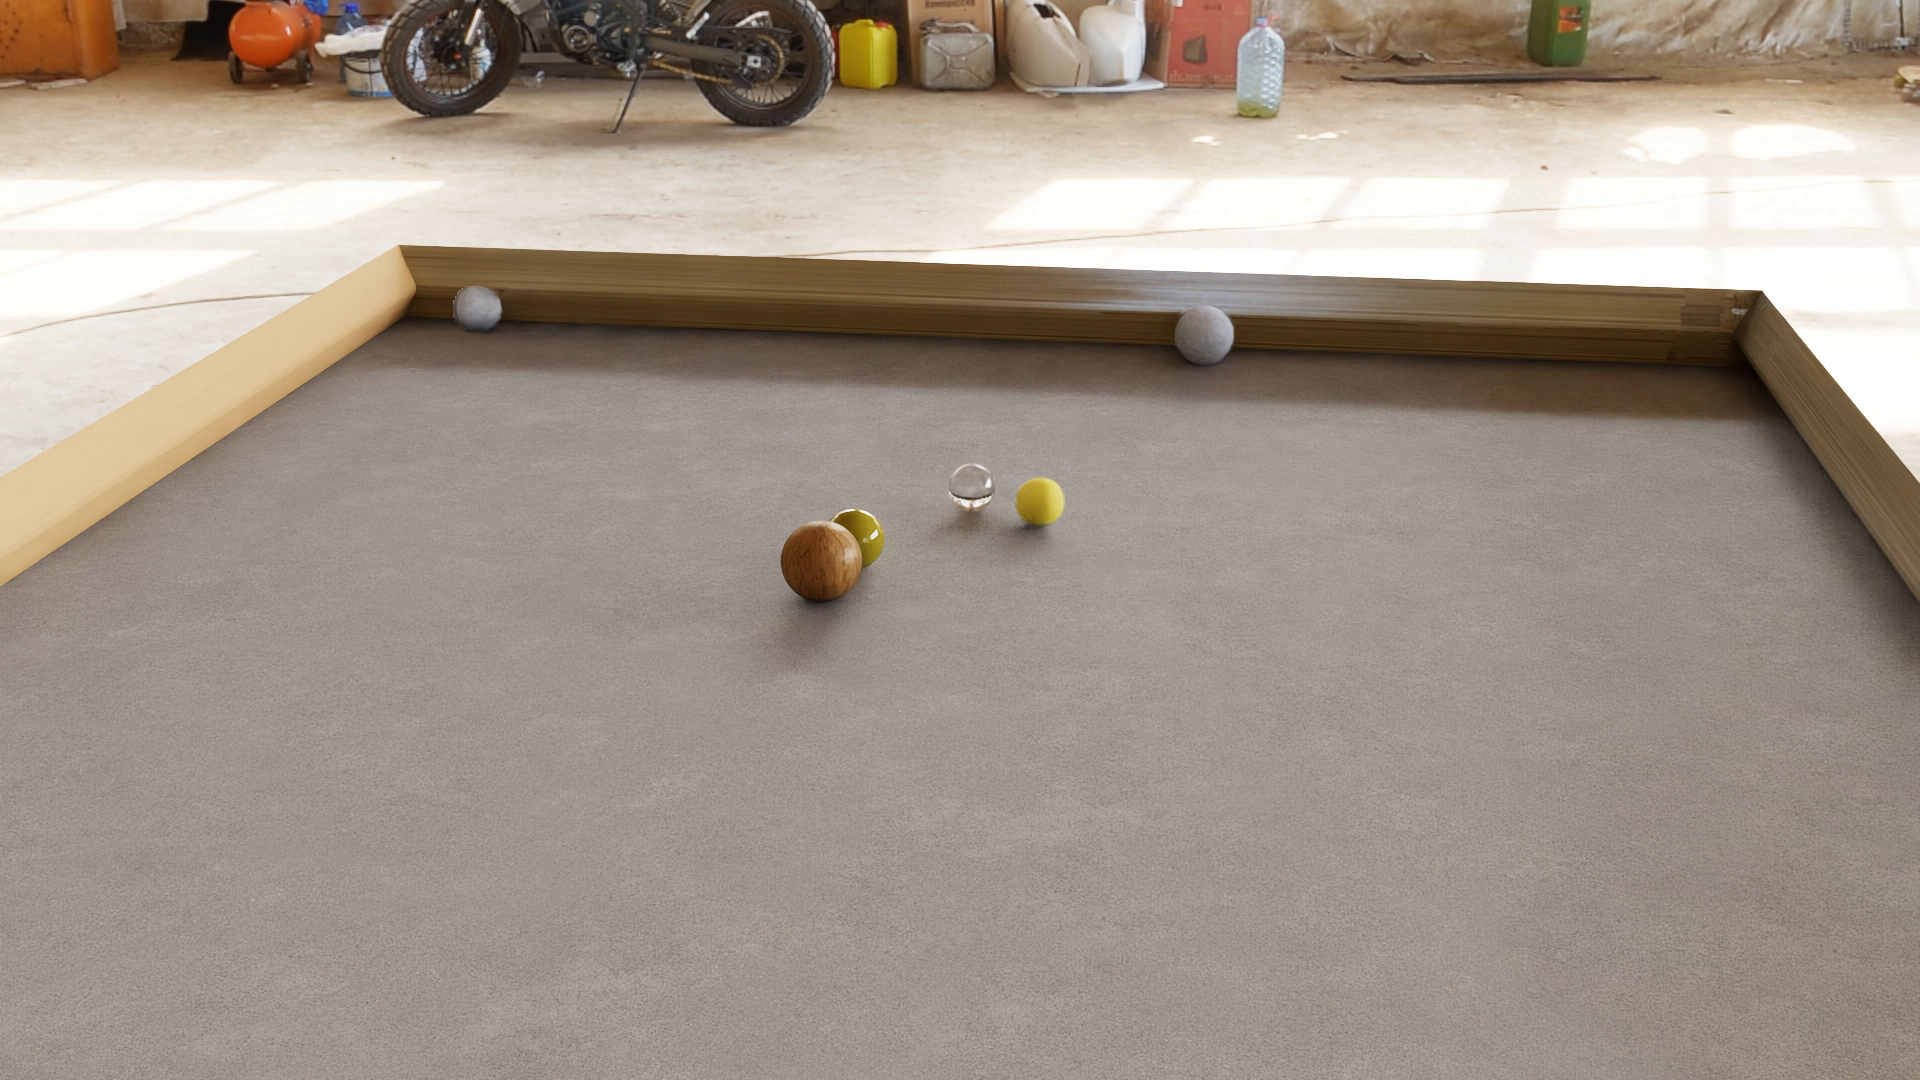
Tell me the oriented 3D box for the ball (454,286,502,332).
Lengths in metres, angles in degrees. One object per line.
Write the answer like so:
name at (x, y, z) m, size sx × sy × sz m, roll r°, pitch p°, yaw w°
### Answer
ball at (-0.800, -0.384, 3.653) m, size 0.077 × 0.077 × 0.077 m, roll 0°, pitch 20°, yaw 0°

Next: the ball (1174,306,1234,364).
ball at (0.384, -0.323, 3.468) m, size 0.093 × 0.093 × 0.093 m, roll 0°, pitch 20°, yaw 0°

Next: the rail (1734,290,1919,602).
rail at (0.928, 0.395, 1.493) m, size 0.045 × 0.122 × 4.214 m, roll 3°, pitch 21°, yaw 8°

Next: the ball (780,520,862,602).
ball at (-0.159, 0.024, 2.533) m, size 0.094 × 0.094 × 0.094 m, roll 0°, pitch 20°, yaw 0°

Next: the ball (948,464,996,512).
ball at (0.015, -0.067, 2.827) m, size 0.060 × 0.060 × 0.060 m, roll 0°, pitch 20°, yaw 0°

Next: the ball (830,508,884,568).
ball at (-0.127, -0.001, 2.631) m, size 0.074 × 0.074 × 0.074 m, roll 0°, pitch 20°, yaw 0°

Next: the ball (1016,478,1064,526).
ball at (0.100, -0.048, 2.775) m, size 0.061 × 0.061 × 0.061 m, roll 0°, pitch 20°, yaw 0°

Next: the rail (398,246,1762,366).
rail at (0.146, -0.378, 3.570) m, size 2.224 × 0.122 × 0.045 m, roll 3°, pitch 21°, yaw 8°

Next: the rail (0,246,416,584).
rail at (-1.227, 0.288, 1.782) m, size 0.045 × 0.122 × 4.214 m, roll 3°, pitch 21°, yaw 8°
